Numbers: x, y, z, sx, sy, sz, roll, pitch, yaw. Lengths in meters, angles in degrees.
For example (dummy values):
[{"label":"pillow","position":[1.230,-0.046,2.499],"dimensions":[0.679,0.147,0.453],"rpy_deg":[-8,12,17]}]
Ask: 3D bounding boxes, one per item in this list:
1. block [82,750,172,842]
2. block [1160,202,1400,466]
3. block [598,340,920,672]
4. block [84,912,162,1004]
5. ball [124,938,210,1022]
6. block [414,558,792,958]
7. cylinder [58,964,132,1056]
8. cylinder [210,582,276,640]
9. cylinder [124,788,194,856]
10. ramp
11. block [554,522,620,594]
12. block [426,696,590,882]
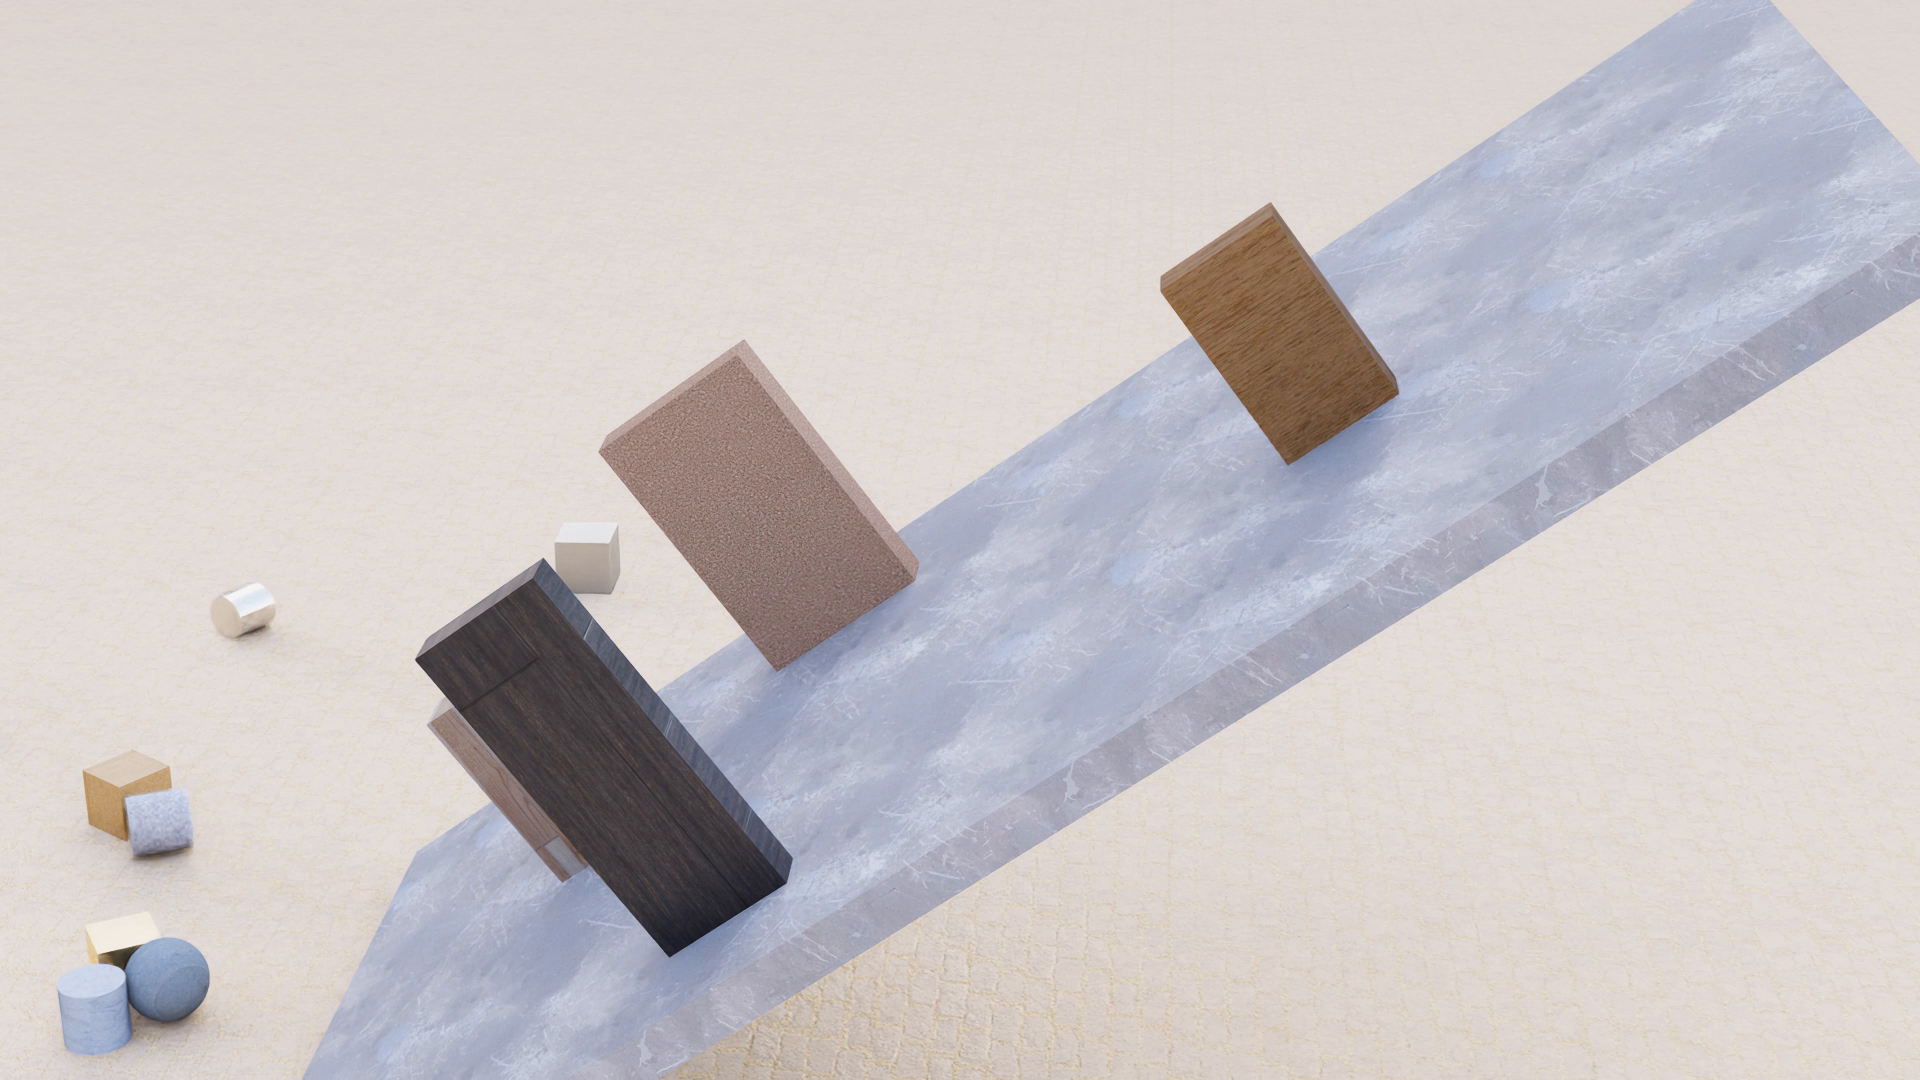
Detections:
[{"label":"block","position":[-2.280,0.700,8.071],"dimensions":[0.165,0.165,0.165],"rpy_deg":[17,27,35]},{"label":"block","position":[0.634,-0.408,5.840],"dimensions":[0.265,0.446,0.103],"rpy_deg":[-33,16,16]},{"label":"block","position":[-0.468,-0.076,6.906],"dimensions":[0.413,0.681,0.114],"rpy_deg":[-33,16,16]},{"label":"block","position":[-2.056,1.036,7.255],"dimensions":[0.156,0.156,0.156],"rpy_deg":[-11,24,-25]},{"label":"ball","position":[-1.921,1.064,7.122],"dimensions":[0.203,0.203,0.203],"rpy_deg":[0,22,0]},{"label":"block","position":[-0.688,0.431,5.741],"dimensions":[0.297,0.789,0.103],"rpy_deg":[-33,16,16]},{"label":"cylinder","position":[-2.070,1.123,7.037],"dimensions":[0.158,0.158,0.158],"rpy_deg":[0,22,0]},{"label":"cylinder","position":[-2.262,0.223,9.281],"dimensions":[0.141,0.141,0.141],"rpy_deg":[14,26,32]},{"label":"cylinder","position":[-2.159,0.761,7.928],"dimensions":[0.160,0.160,0.160],"rpy_deg":[-8,23,-19]},{"label":"ramp","position":[0.132,0.177,6.315],"dimensions":[4.000,0.100,2.000],"rpy_deg":[-33,16,16]},{"label":"block","position":[-1.220,0.058,9.636],"dimensions":[0.180,0.180,0.180],"rpy_deg":[1,22,3]},{"label":"block","position":[-0.891,0.471,6.653],"dimensions":[0.387,0.484,0.131],"rpy_deg":[-33,16,16]}]
